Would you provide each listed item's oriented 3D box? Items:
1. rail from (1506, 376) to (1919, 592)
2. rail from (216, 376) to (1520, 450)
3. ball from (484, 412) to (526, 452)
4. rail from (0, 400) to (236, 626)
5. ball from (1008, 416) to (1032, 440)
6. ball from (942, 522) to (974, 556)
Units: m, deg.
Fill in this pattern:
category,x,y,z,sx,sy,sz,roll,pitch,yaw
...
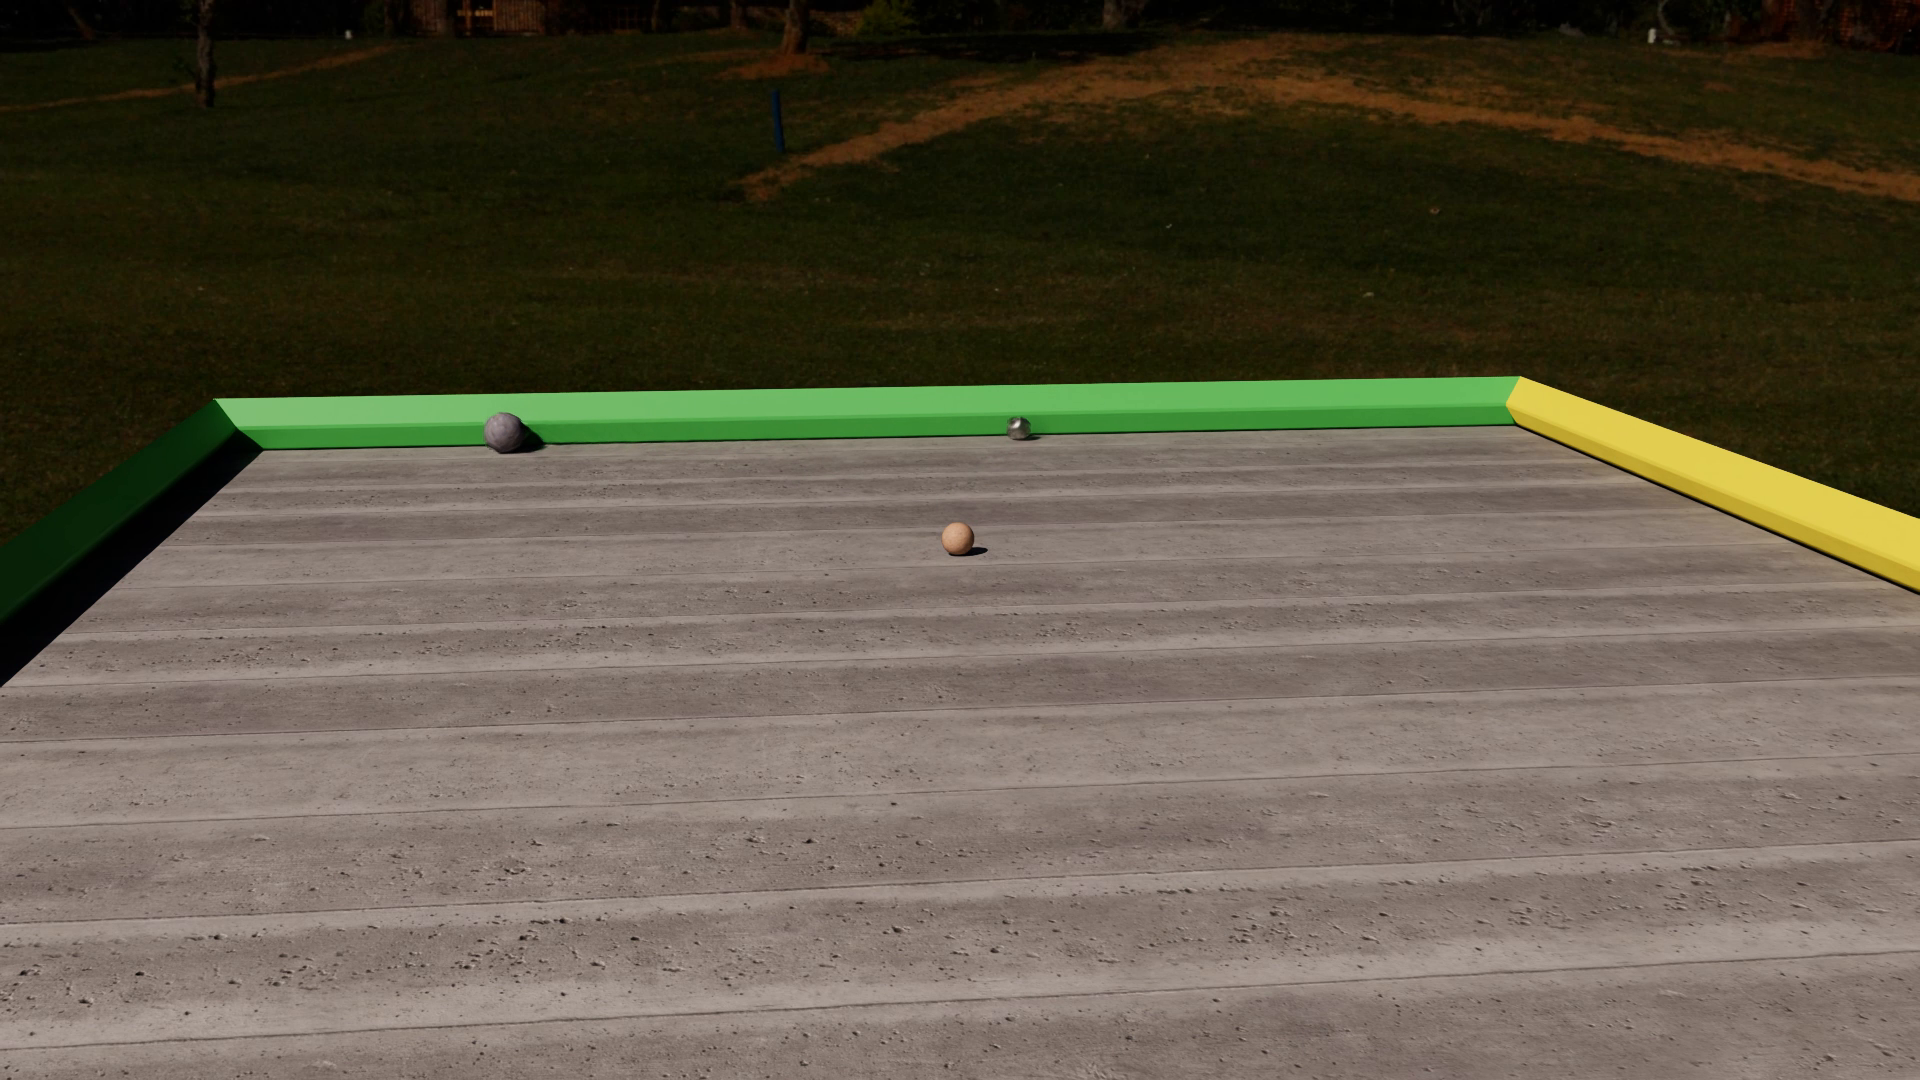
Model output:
category,x,y,z,sx,sy,sz,roll,pitch,yaw
rail,1.362,0.164,2.299,0.045,0.097,4.313,-1,12,-7
rail,-0.130,-0.241,4.220,2.524,0.097,0.045,-1,12,-7
ball,-0.844,-0.199,4.078,0.075,0.075,0.075,0,12,0
rail,-1.096,0.227,2.000,0.045,0.097,4.313,-1,12,-7
ball,0.114,-0.214,4.219,0.045,0.045,0.045,0,12,0
ball,-0.003,-0.002,3.207,0.048,0.048,0.048,0,12,0
